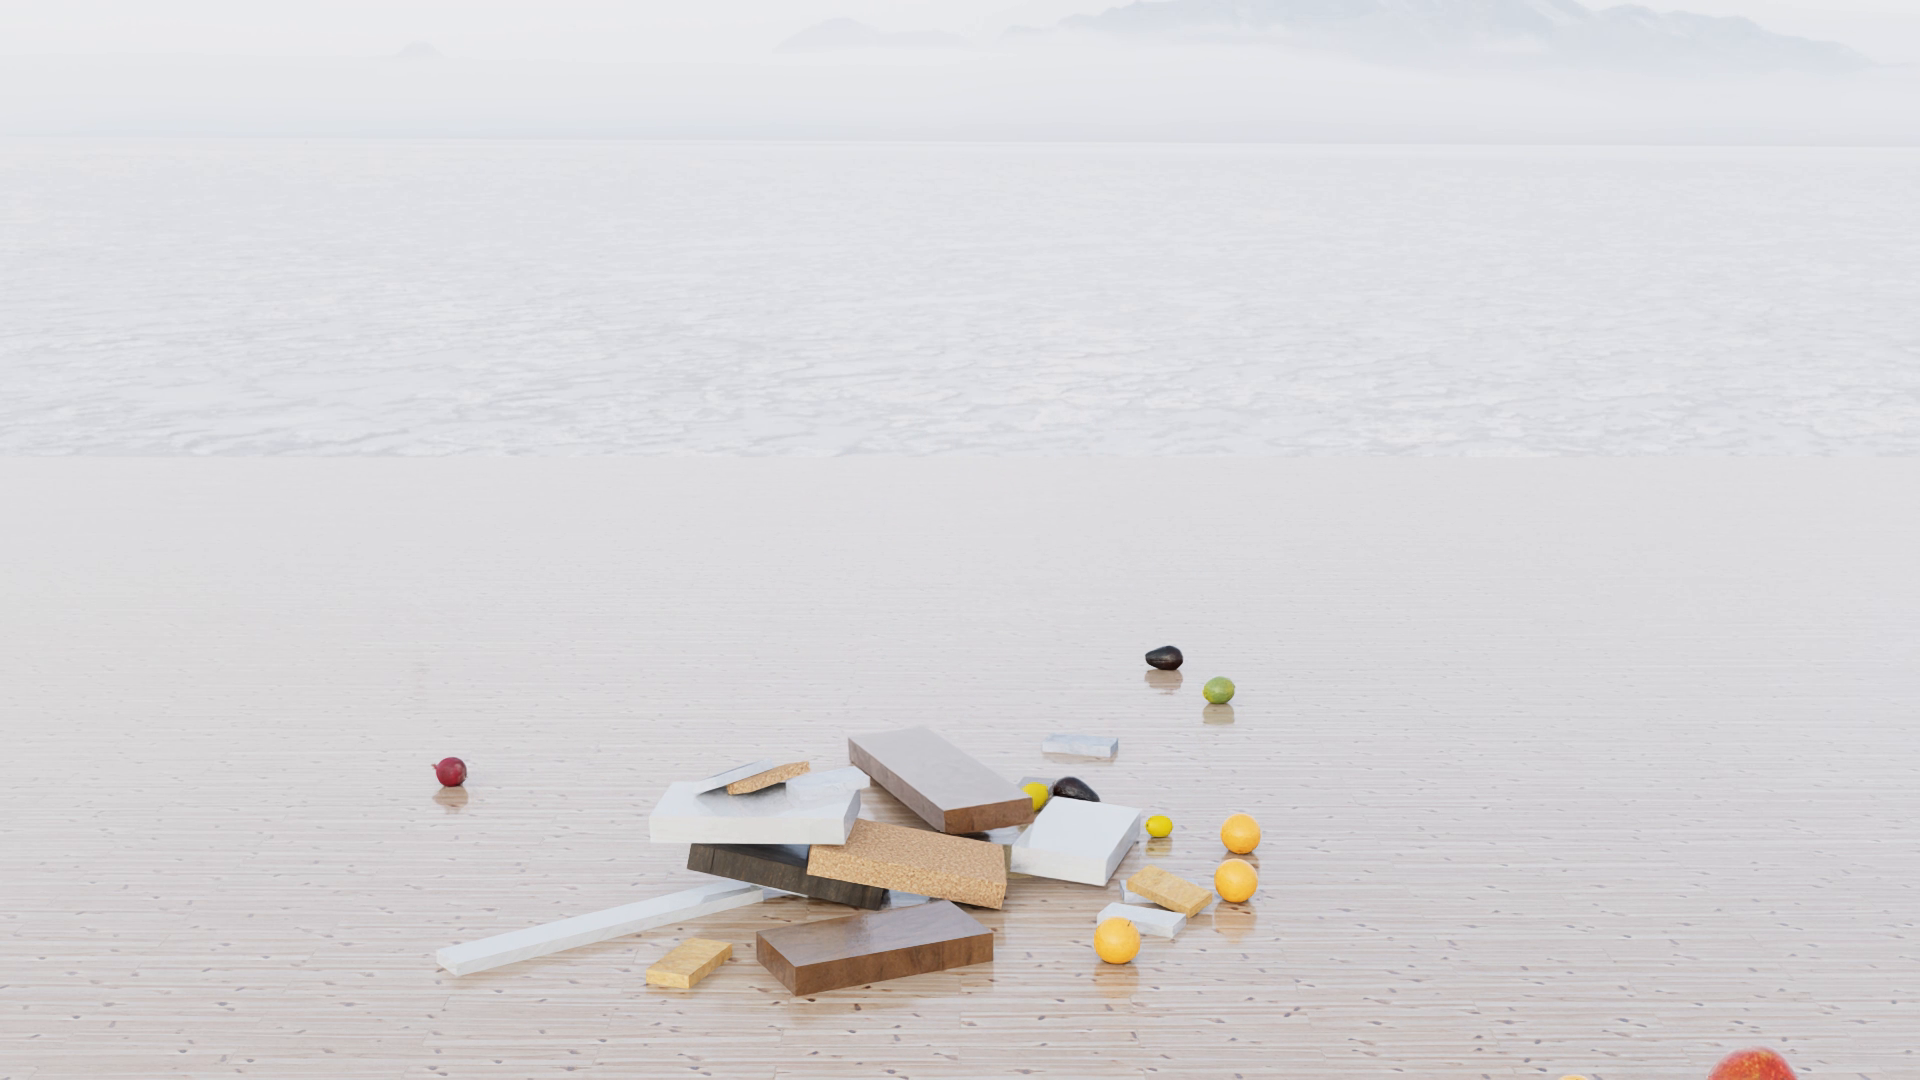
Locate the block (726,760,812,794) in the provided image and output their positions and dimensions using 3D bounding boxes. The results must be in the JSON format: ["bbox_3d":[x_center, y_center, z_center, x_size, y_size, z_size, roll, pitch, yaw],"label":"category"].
[{"bbox_3d":[-0.320,0.398,3.679,0.129,0.018,0.064,-15,1,-41],"label":"block"}]

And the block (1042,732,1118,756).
[{"bbox_3d":[0.247,0.421,4.523,0.143,0.020,0.072,3,11,17],"label":"block"}]

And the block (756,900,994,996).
[{"bbox_3d":[-0.131,0.622,3.369,0.325,0.046,0.162,-5,12,-25],"label":"block"}]

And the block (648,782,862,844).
[{"bbox_3d":[-0.336,0.451,3.641,0.321,0.046,0.161,-1,14,7],"label":"block"}]

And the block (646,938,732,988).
[{"bbox_3d":[-0.410,0.641,3.338,0.072,0.020,0.143,4,11,21],"label":"block"}]

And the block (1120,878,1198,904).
[{"bbox_3d":[0.333,0.583,3.656,0.128,0.018,0.064,-1,11,-3],"label":"block"}]

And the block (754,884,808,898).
[{"bbox_3d":[-0.299,0.570,3.670,0.098,0.014,0.049,14,14,-2],"label":"block"}]

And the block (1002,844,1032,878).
[{"bbox_3d":[0.082,0.556,3.805,0.063,0.018,0.126,-1,11,-8],"label":"block"}]

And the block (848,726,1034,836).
[{"bbox_3d":[-0.049,0.446,4.145,0.162,0.046,0.693,-7,8,-16],"label":"block"}]

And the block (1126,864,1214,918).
[{"bbox_3d":[0.344,0.576,3.610,0.128,0.018,0.064,20,30,37],"label":"block"}]

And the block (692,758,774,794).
[{"bbox_3d":[-0.381,0.396,3.689,0.064,0.018,0.129,-19,-3,43],"label":"block"}]

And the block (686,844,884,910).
[{"bbox_3d":[-0.280,0.530,3.661,0.321,0.046,0.161,12,15,0],"label":"block"}]

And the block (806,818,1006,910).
[{"bbox_3d":[-0.088,0.528,3.641,0.321,0.046,0.161,11,15,-4],"label":"block"}]

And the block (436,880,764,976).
[{"bbox_3d":[-0.563,0.611,3.498,0.545,0.020,0.072,-8,13,-37],"label":"block"}]

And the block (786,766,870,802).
[{"bbox_3d":[-0.221,0.406,3.670,0.126,0.018,0.063,-9,16,-24],"label":"block"}]

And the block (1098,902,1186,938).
[{"bbox_3d":[0.291,0.608,3.522,0.128,0.018,0.064,5,12,25],"label":"block"}]

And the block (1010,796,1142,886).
[{"bbox_3d":[0.207,0.523,3.845,0.162,0.046,0.325,7,10,14],"label":"block"}]

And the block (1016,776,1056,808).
[{"bbox_3d":[0.139,0.481,4.206,0.064,0.018,0.129,3,11,14],"label":"block"}]
